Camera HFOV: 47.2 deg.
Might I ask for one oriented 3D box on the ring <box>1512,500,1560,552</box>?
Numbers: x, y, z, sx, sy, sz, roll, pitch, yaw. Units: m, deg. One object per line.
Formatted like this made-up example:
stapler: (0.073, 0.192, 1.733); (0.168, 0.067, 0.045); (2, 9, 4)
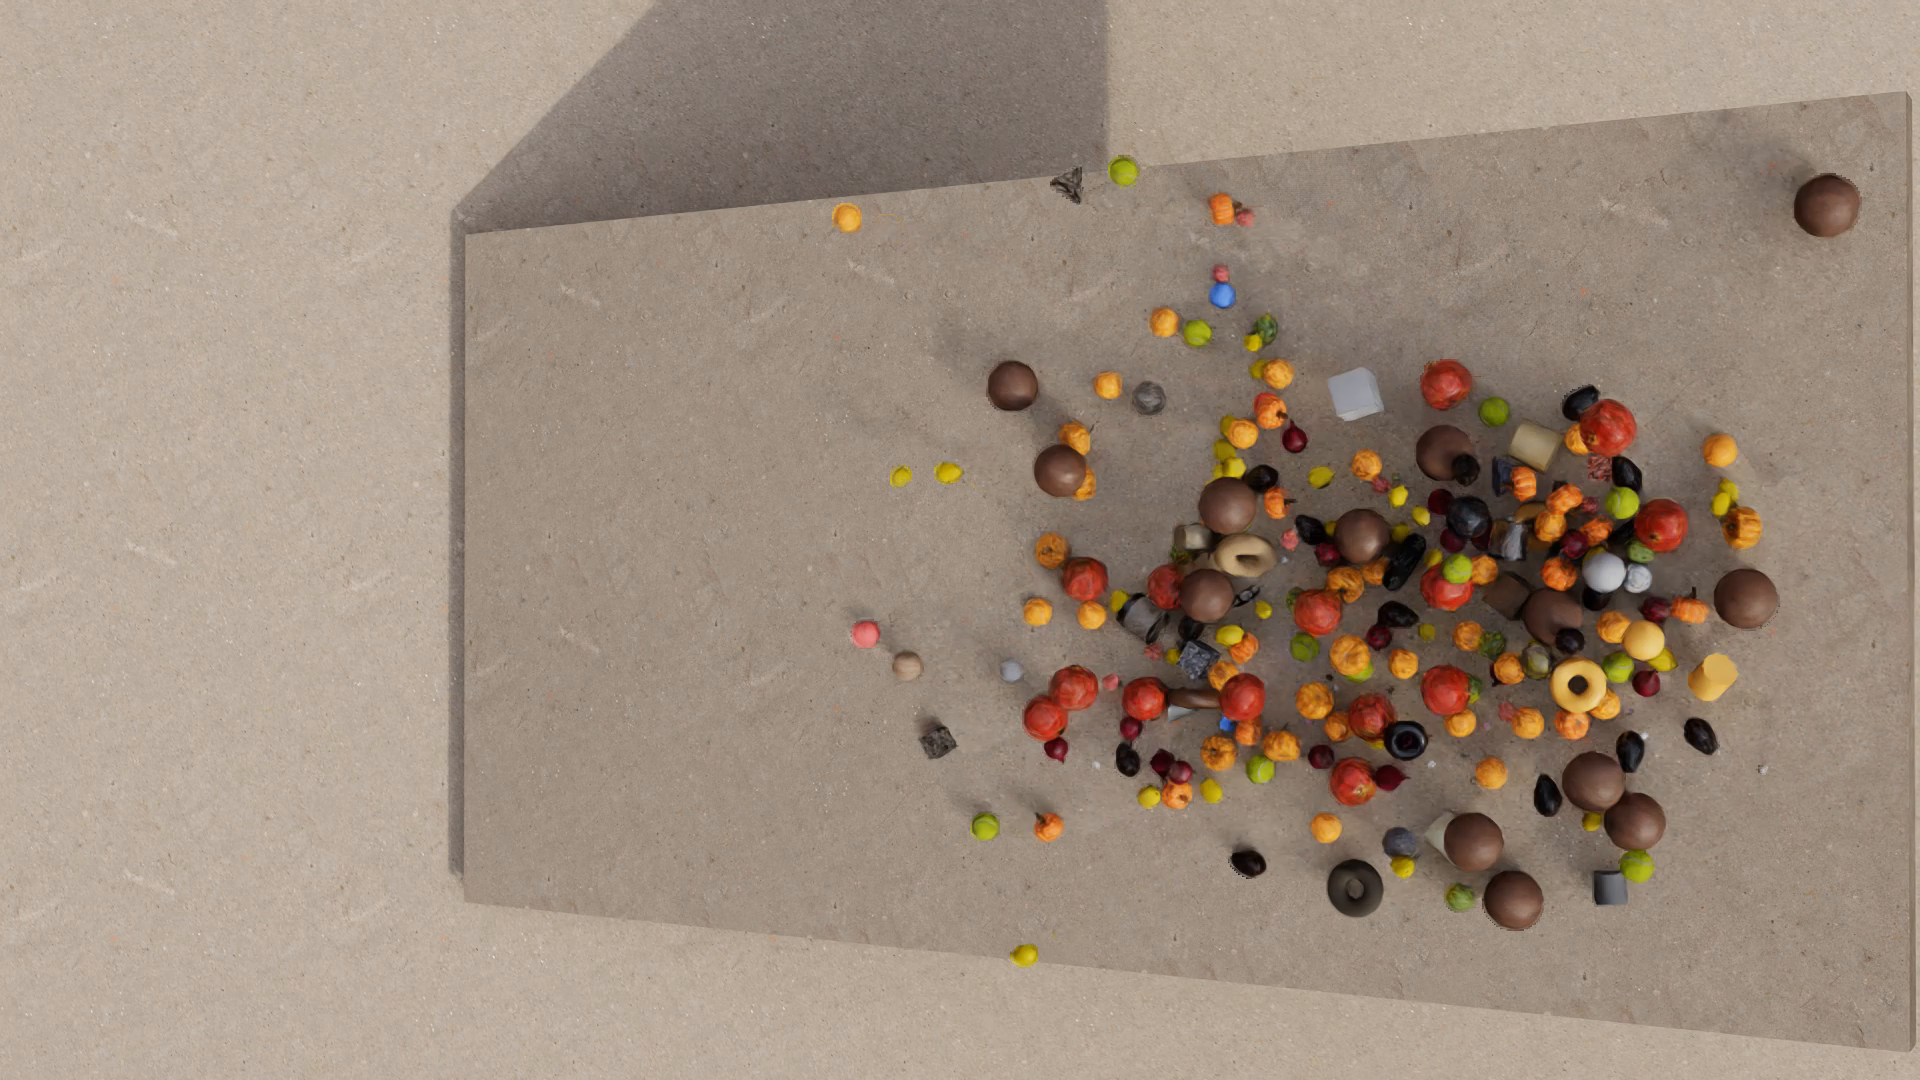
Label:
ring: (1.292, -0.030, 4.941); (0.039, 0.117, 0.117); (-13, 89, -44)

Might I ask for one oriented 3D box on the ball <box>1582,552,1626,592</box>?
ball: (1.400, 0.070, 4.783); (0.090, 0.090, 0.090); (0, 89, 0)

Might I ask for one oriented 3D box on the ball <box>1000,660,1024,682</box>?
ball: (0.131, 0.335, 5.608); (0.059, 0.059, 0.059); (0, 89, 0)

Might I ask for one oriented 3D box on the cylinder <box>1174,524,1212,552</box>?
cylinder: (0.563, -0.005, 5.314); (0.069, 0.069, 0.069); (1, 89, -27)

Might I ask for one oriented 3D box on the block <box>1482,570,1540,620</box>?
block: (1.241, 0.125, 4.951); (0.080, 0.080, 0.080); (40, 108, 24)

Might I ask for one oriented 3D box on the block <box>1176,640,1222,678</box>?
block: (0.581, 0.290, 5.342); (0.067, 0.067, 0.067); (32, 105, 27)

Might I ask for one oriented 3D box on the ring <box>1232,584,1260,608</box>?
ring: (0.687, 0.134, 5.274); (0.078, 0.078, 0.026); (-36, 85, 0)

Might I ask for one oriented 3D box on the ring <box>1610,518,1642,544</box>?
ring: (1.462, -0.021, 4.825); (0.079, 0.079, 0.026); (-36, 78, 0)

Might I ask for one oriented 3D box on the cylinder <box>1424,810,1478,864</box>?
cylinder: (1.119, 0.677, 5.013); (0.086, 0.086, 0.086); (-48, 65, 0)

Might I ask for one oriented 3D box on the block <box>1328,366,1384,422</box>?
block: (0.911, -0.336, 5.061); (0.090, 0.090, 0.090); (-19, 76, 23)

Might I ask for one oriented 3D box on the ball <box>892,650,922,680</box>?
ball: (-0.138, 0.329, 5.756); (0.078, 0.078, 0.078); (0, 89, 0)

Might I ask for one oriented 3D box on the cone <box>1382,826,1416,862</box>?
cone: (1.003, 0.708, 5.083); (0.083, 0.083, 0.083); (0, 89, 30)

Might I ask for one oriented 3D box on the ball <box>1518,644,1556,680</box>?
ball: (1.273, 0.268, 4.846); (0.081, 0.081, 0.081); (0, 89, 0)

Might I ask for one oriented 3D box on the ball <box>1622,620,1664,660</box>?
ball: (1.463, 0.214, 4.706); (0.087, 0.087, 0.087); (0, 89, 0)

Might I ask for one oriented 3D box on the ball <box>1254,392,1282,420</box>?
ball: (0.735, -0.320, 5.258); (0.067, 0.067, 0.067); (0, 89, 0)

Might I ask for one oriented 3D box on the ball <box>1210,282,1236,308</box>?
ball: (0.634, -0.592, 5.322); (0.062, 0.062, 0.062); (0, 89, 0)

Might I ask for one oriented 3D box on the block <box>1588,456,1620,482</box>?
block: (1.423, -0.157, 4.862); (0.052, 0.052, 0.052); (0, 90, 33)

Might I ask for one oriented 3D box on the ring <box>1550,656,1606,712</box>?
ring: (1.356, 0.317, 4.826); (0.124, 0.041, 0.124); (-2, 86, 25)

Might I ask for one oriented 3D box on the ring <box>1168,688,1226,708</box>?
ring: (0.571, 0.381, 5.300); (0.137, 0.137, 0.046); (2, 88, 0)

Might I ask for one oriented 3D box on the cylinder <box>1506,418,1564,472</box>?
cylinder: (1.284, -0.211, 4.908); (0.093, 0.093, 0.093); (28, 89, 21)

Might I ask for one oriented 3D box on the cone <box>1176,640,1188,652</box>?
cone: (0.562, 0.258, 5.379); (0.051, 0.051, 0.051); (-27, 90, 0)

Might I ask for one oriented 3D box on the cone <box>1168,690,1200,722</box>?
cone: (0.552, 0.407, 5.376); (0.083, 0.083, 0.083); (3, 89, 5)

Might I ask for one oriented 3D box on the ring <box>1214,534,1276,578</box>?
ring: (0.682, 0.037, 5.249); (0.149, 0.149, 0.050); (10, 56, 0)

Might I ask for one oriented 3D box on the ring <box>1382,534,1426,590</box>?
ring: (1.016, 0.050, 5.031); (0.049, 0.147, 0.147); (32, 90, 6)

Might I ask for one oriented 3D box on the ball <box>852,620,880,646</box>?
ball: (-0.248, 0.248, 5.825); (0.070, 0.070, 0.070); (0, 89, 0)

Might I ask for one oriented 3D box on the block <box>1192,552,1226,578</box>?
block: (0.601, 0.060, 5.313); (0.057, 0.057, 0.057); (-1, 86, -36)

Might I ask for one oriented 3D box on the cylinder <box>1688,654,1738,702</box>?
cylinder: (1.613, 0.295, 4.713); (0.076, 0.076, 0.076); (4, 60, -7)

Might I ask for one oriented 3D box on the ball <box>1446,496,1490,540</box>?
ball: (1.140, -0.050, 4.937); (0.099, 0.099, 0.099); (0, 89, 0)

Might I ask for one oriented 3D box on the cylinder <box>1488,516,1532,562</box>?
cylinder: (1.226, -0.002, 4.906); (0.085, 0.085, 0.085); (7, 101, 0)

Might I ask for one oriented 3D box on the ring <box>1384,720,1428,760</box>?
ring: (1.013, 0.455, 4.994); (0.098, 0.033, 0.098); (1, 108, 4)

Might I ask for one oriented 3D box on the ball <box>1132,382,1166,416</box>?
ball: (0.464, -0.347, 5.406); (0.086, 0.086, 0.086); (0, 89, 0)

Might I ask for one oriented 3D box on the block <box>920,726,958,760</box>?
block: (-0.057, 0.528, 5.716); (0.060, 0.060, 0.060); (-36, 72, 25)

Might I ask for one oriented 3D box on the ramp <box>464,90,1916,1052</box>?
ramp: (0.269, 0.074, 5.623); (4.000, 0.100, 2.000); (0, 89, 30)

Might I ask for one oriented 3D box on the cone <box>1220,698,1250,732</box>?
cone: (0.654, 0.408, 5.317); (0.077, 0.077, 0.077); (-17, 49, 0)

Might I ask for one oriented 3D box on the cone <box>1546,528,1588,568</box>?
cone: (1.372, 0.039, 4.896); (0.093, 0.093, 0.093); (39, 90, -3)

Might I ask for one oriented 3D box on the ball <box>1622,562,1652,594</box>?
ball: (1.482, 0.083, 4.819); (0.067, 0.067, 0.067); (0, 89, 0)

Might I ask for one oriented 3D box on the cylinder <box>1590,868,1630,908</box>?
cylinder: (1.432, 0.766, 4.840); (0.069, 0.069, 0.069); (-13, 70, 0)

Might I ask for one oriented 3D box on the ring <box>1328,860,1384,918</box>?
ring: (0.926, 0.816, 5.149); (0.135, 0.045, 0.135); (-1, 88, 30)
